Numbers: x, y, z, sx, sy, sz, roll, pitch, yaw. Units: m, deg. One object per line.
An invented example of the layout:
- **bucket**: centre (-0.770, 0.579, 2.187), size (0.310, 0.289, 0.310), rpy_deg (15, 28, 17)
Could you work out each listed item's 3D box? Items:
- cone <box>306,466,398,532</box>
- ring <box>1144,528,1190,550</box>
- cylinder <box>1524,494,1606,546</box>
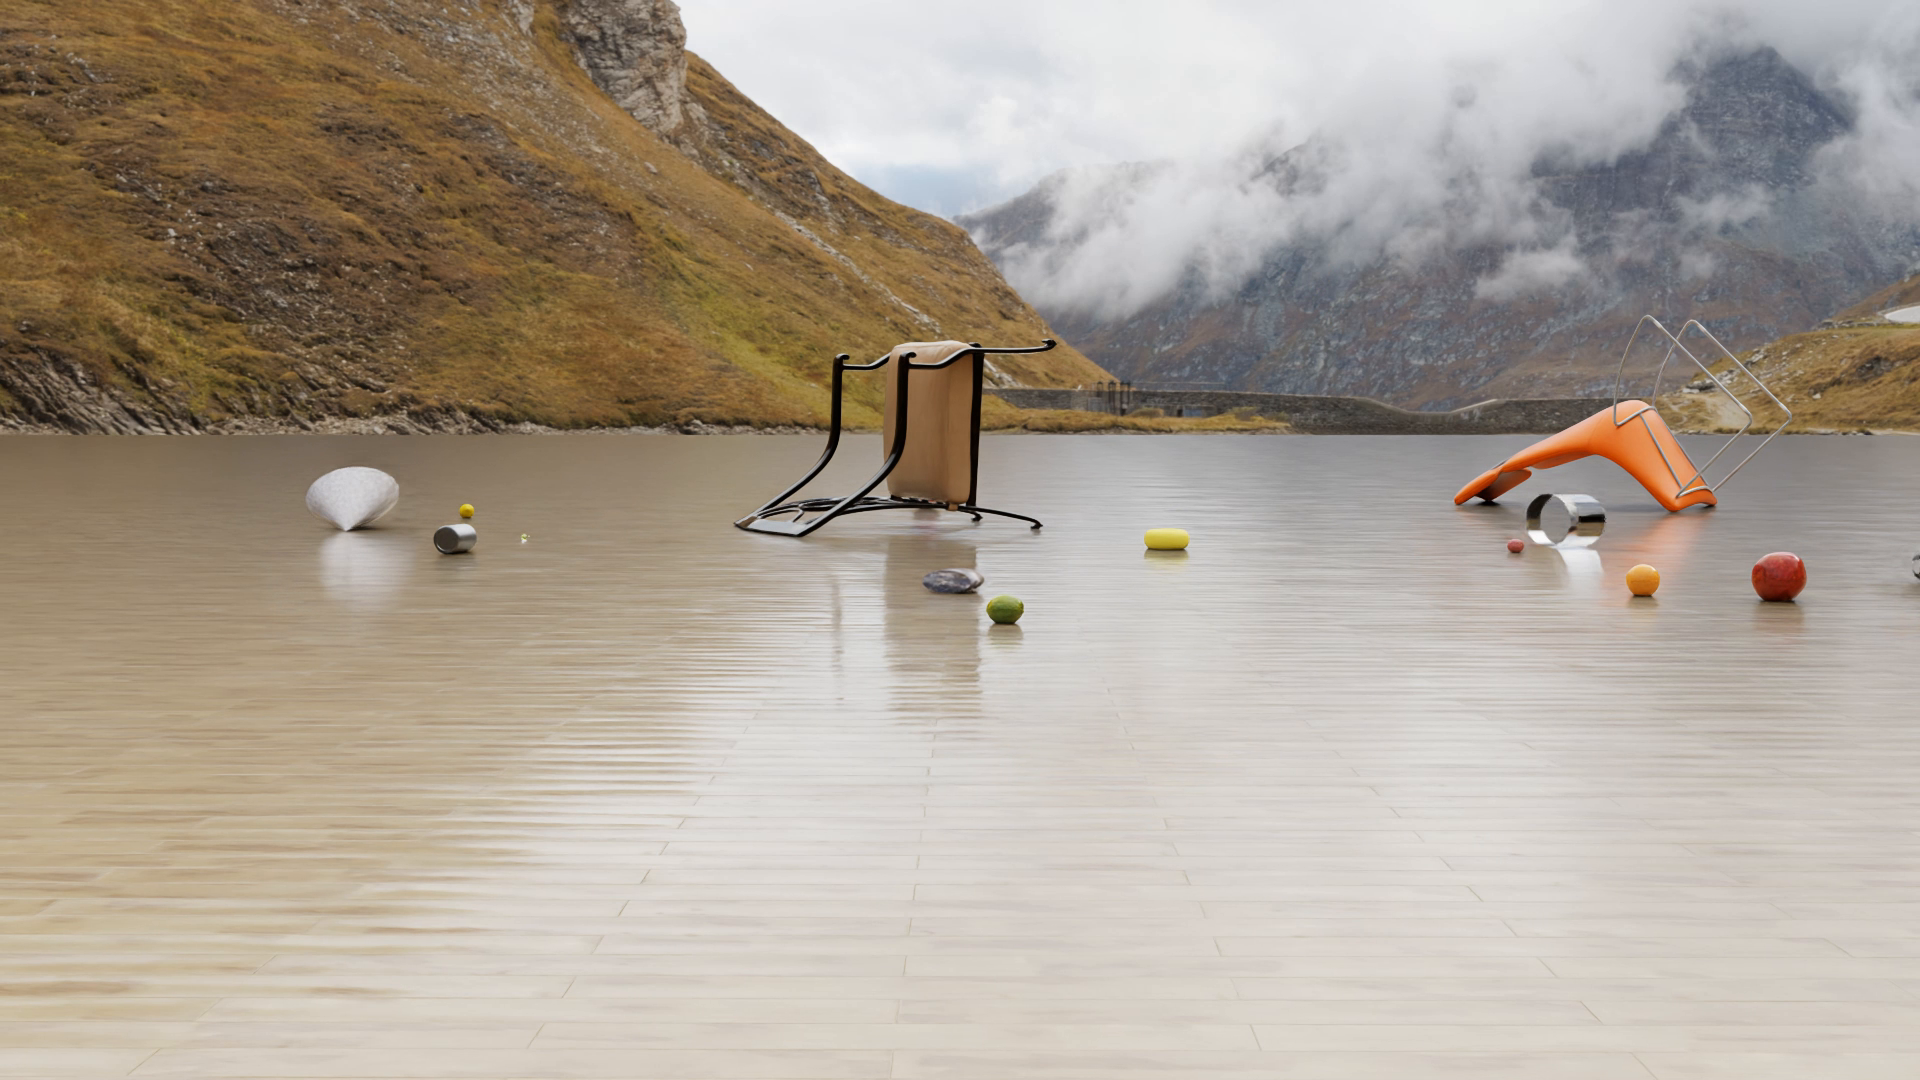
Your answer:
- **cone**: centre (-1.965, -0.085, 7.071), size (0.300, 0.203, 0.294), rpy_deg (-10, 25, -6)
- **ring**: centre (0.582, -0.002, 6.196), size (0.117, 0.054, 0.150), rpy_deg (-4, 4, -27)
- **cylinder**: centre (1.729, -0.057, 6.288), size (0.112, 0.149, 0.224), rpy_deg (2, 0, -21)
